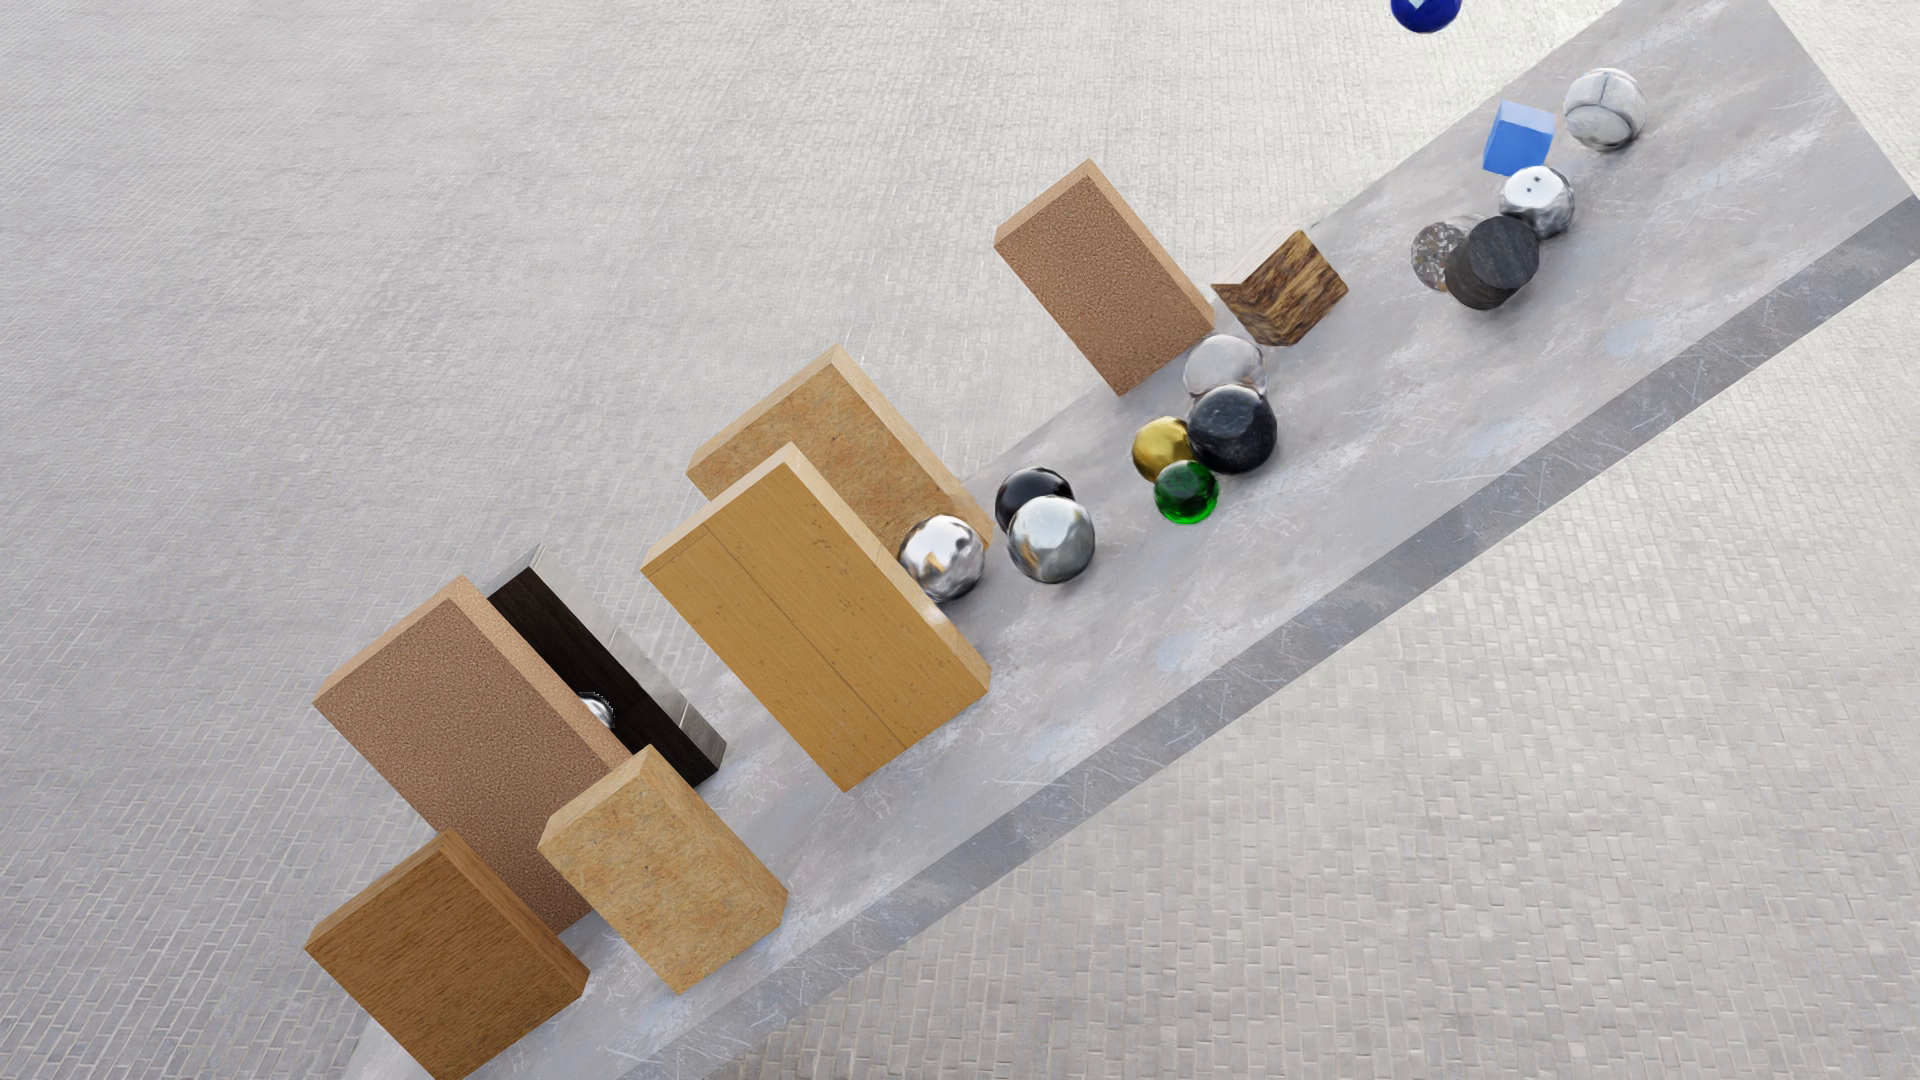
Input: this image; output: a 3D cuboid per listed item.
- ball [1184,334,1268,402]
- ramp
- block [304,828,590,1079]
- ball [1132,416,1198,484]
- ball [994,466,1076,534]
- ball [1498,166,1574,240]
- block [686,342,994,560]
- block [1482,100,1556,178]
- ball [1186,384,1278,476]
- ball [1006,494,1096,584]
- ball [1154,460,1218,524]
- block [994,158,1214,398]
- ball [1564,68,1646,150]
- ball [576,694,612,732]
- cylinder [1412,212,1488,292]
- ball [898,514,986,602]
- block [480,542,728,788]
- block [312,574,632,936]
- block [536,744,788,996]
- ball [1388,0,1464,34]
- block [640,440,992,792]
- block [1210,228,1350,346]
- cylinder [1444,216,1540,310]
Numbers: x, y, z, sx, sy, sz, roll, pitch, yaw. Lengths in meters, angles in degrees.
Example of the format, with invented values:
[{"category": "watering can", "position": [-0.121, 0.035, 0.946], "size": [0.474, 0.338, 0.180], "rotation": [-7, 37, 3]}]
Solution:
[{"category": "ball", "position": [0.562, -0.346, 6.218], "size": [0.178, 0.178, 0.178], "rotation": [0, 24, 0]}, {"category": "ramp", "position": [0.121, 0.185, 6.341], "size": [4.000, 0.100, 2.000], "rotation": [-36, 16, 18]}, {"category": "block", "position": [-1.090, 0.895, 6.263], "size": [0.400, 0.443, 0.097], "rotation": [-36, 16, 18]}, {"category": "ball", "position": [0.432, -0.186, 6.151], "size": [0.146, 0.146, 0.146], "rotation": [0, 24, 0]}, {"category": "ball", "position": [0.164, -0.072, 6.419], "size": [0.178, 0.178, 0.178], "rotation": [0, 24, 0]}, {"category": "ball", "position": [1.134, -0.662, 5.783], "size": [0.147, 0.147, 0.147], "rotation": [0, 24, 0]}, {"category": "block", "position": [-0.274, -0.095, 6.785], "size": [0.441, 0.567, 0.136], "rotation": [-36, 16, 18]}, {"category": "block", "position": [1.133, -0.807, 5.963], "size": [0.112, 0.112, 0.112], "rotation": [17, 32, 3]}, {"category": "ball", "position": [0.545, -0.222, 5.899], "size": [0.184, 0.184, 0.184], "rotation": [0, 24, 0]}, {"category": "ball", "position": [0.191, -0.001, 6.144], "size": [0.187, 0.187, 0.187], "rotation": [0, 24, 0]}, {"category": "ball", "position": [0.452, -0.096, 5.891], "size": [0.130, 0.130, 0.130], "rotation": [0, 24, 0]}, {"category": "block", "position": [0.340, -0.615, 6.914], "size": [0.280, 0.476, 0.141], "rotation": [-36, 16, 18]}, {"category": "ball", "position": [1.298, -0.867, 5.920], "size": [0.164, 0.164, 0.164], "rotation": [0, 24, 0]}, {"category": "ball", "position": [-0.856, 0.414, 6.685], "size": [0.131, 0.131, 0.131], "rotation": [0, 24, 0]}, {"category": "cylinder", "position": [0.983, -0.568, 5.799], "size": [0.137, 0.137, 0.137], "rotation": [17, 23, 34]}, {"category": "ball", "position": [-0.041, 0.041, 6.559], "size": [0.195, 0.195, 0.195], "rotation": [0, 24, 0]}, {"category": "block", "position": [-0.901, 0.371, 6.843], "size": [0.364, 0.654, 0.135], "rotation": [-36, 16, 18]}, {"category": "block", "position": [-1.017, 0.495, 6.569], "size": [0.423, 0.768, 0.126], "rotation": [-36, 16, 18]}, {"category": "block", "position": [-0.581, 0.649, 5.777], "size": [0.269, 0.417, 0.129], "rotation": [-36, 16, 18]}, {"category": "ball", "position": [0.849, -0.991, 5.359], "size": [0.136, 0.136, 0.136], "rotation": [0, 24, 0]}, {"category": "block", "position": [-0.289, 0.163, 5.991], "size": [0.386, 0.639, 0.109], "rotation": [-36, 16, 18]}, {"category": "block", "position": [0.700, -0.555, 6.451], "size": [0.182, 0.182, 0.182], "rotation": [-44, 16, -10]}, {"category": "cylinder", "position": [1.016, -0.528, 5.621], "size": [0.144, 0.144, 0.144], "rotation": [-4, -11, -9]}]
